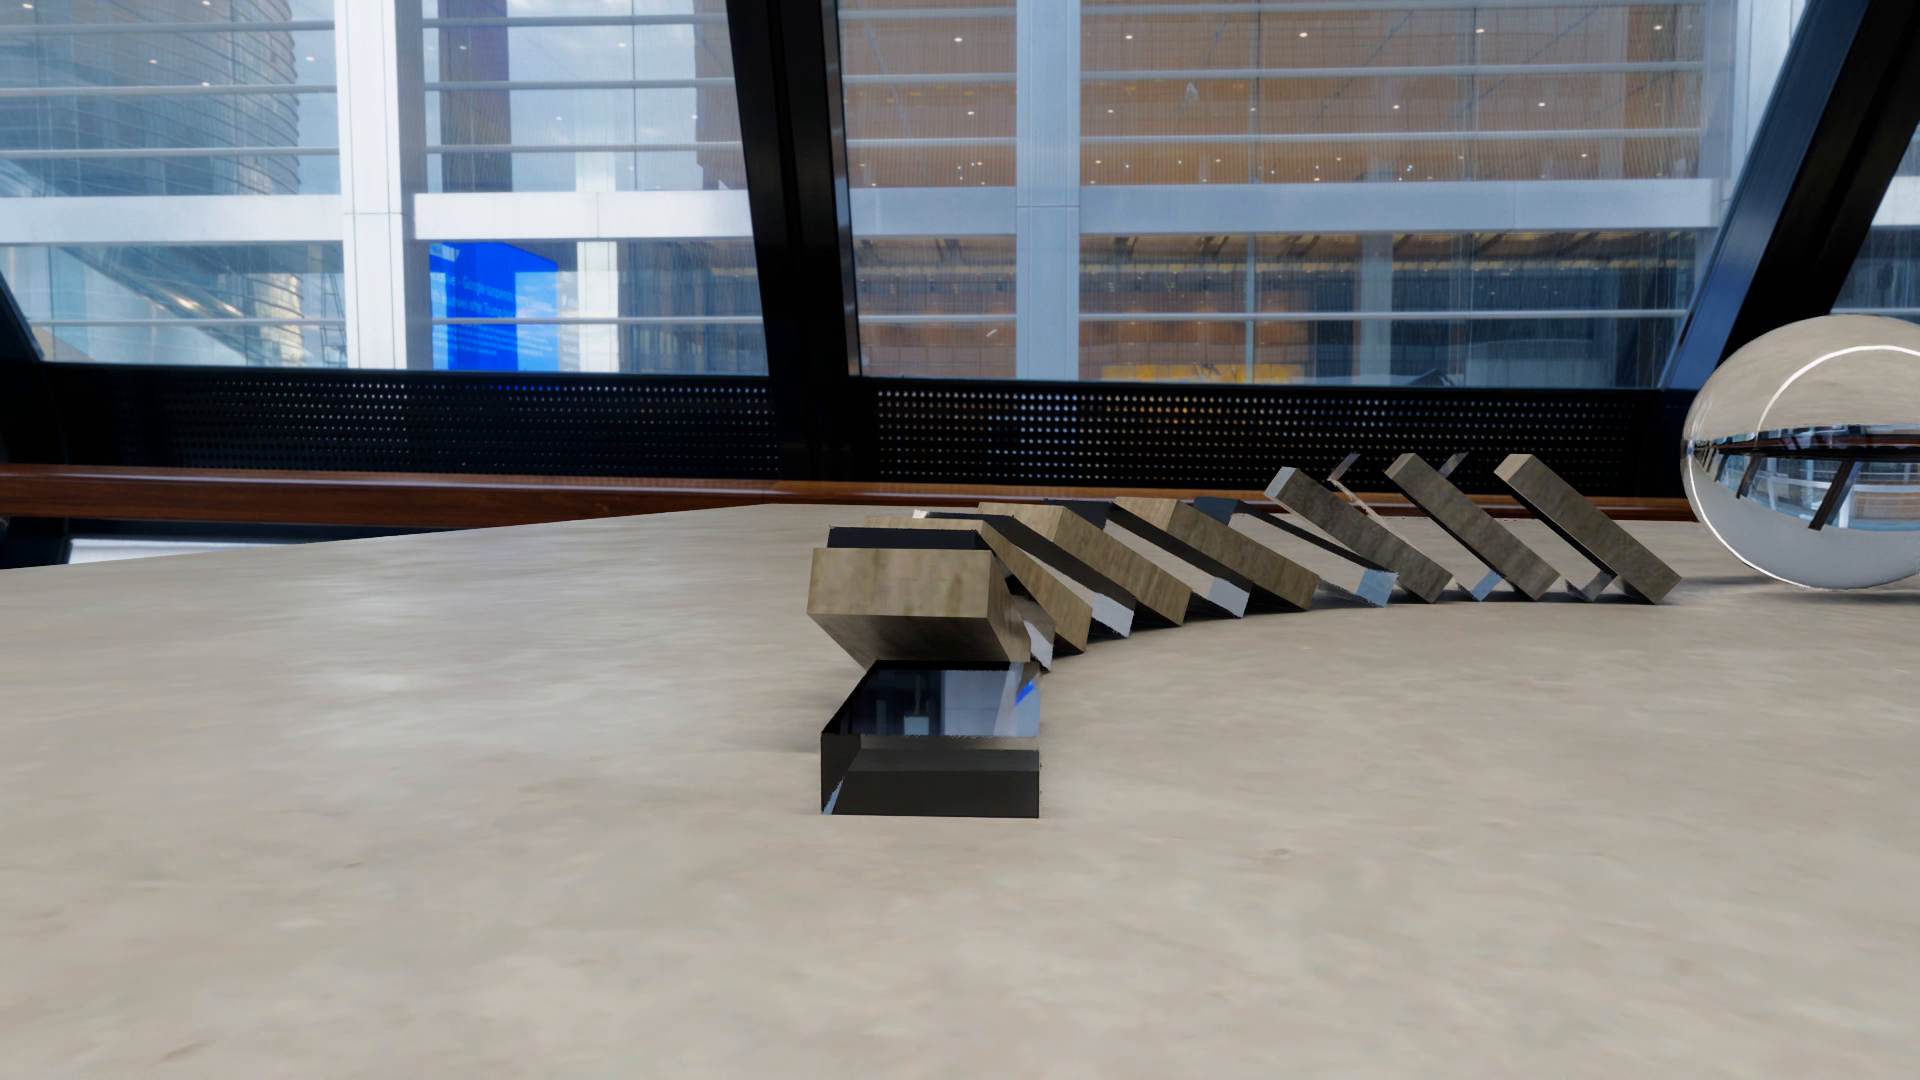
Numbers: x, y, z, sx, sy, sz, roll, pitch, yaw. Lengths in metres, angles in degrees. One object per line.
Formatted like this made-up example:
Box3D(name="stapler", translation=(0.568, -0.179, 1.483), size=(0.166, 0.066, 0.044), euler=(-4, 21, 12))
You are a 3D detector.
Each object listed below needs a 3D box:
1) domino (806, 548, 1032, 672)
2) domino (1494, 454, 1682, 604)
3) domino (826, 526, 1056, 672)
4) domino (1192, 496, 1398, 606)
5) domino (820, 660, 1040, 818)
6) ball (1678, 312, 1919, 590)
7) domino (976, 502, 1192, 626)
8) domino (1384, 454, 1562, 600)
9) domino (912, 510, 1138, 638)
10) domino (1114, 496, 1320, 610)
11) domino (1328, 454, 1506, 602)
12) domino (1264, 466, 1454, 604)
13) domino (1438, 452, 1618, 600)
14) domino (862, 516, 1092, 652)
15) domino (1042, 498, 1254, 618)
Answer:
Box3D(name="domino", translation=(-0.004, 0.014, 0.198), size=(0.025, 0.009, 0.050), euler=(1, -18, 10))
Box3D(name="domino", translation=(0.170, -0.004, 0.352), size=(0.050, 0.009, 0.025), euler=(41, 10, 5))
Box3D(name="domino", translation=(-0.002, 0.011, 0.224), size=(0.025, 0.009, 0.050), euler=(2, -20, 20))
Box3D(name="domino", translation=(0.087, 0.003, 0.340), size=(0.050, 0.010, 0.025), euler=(23, -2, -15))
Box3D(name="domino", translation=(-0.002, 0.025, 0.171), size=(0.025, 0.010, 0.050), euler=(0, 4, 4))
Box3D(name="ball", translation=(0.255, -0.025, 0.373), size=(0.080, 0.080, 0.080), euler=(0, 4, 0))
Box3D(name="domino", translation=(0.028, 0.006, 0.293), size=(0.025, 0.009, 0.050), euler=(4, -19, 46))
Box3D(name="domino", translation=(0.142, -0.004, 0.359), size=(0.050, 0.010, 0.025), euler=(41, 10, 6))
Box3D(name="domino", translation=(0.014, 0.008, 0.273), size=(0.025, 0.009, 0.050), euler=(4, -18, 40))
Box3D(name="domino", translation=(0.064, 0.003, 0.326), size=(0.050, 0.009, 0.025), euler=(25, -9, -27))
Box3D(name="domino", translation=(0.127, -0.004, 0.359), size=(0.050, 0.010, 0.025), euler=(41, 10, 5))
Box3D(name="domino", translation=(0.109, -0.002, 0.353), size=(0.050, 0.010, 0.025), euler=(35, 7, 2))
Box3D(name="domino", translation=(0.156, -0.004, 0.357), size=(0.050, 0.009, 0.025), euler=(42, 10, 7))
Box3D(name="domino", translation=(0.004, 0.009, 0.249), size=(0.025, 0.009, 0.050), euler=(3, -19, 31))
Box3D(name="domino", translation=(0.045, 0.005, 0.311), size=(0.050, 0.009, 0.025), euler=(26, -11, -32))
